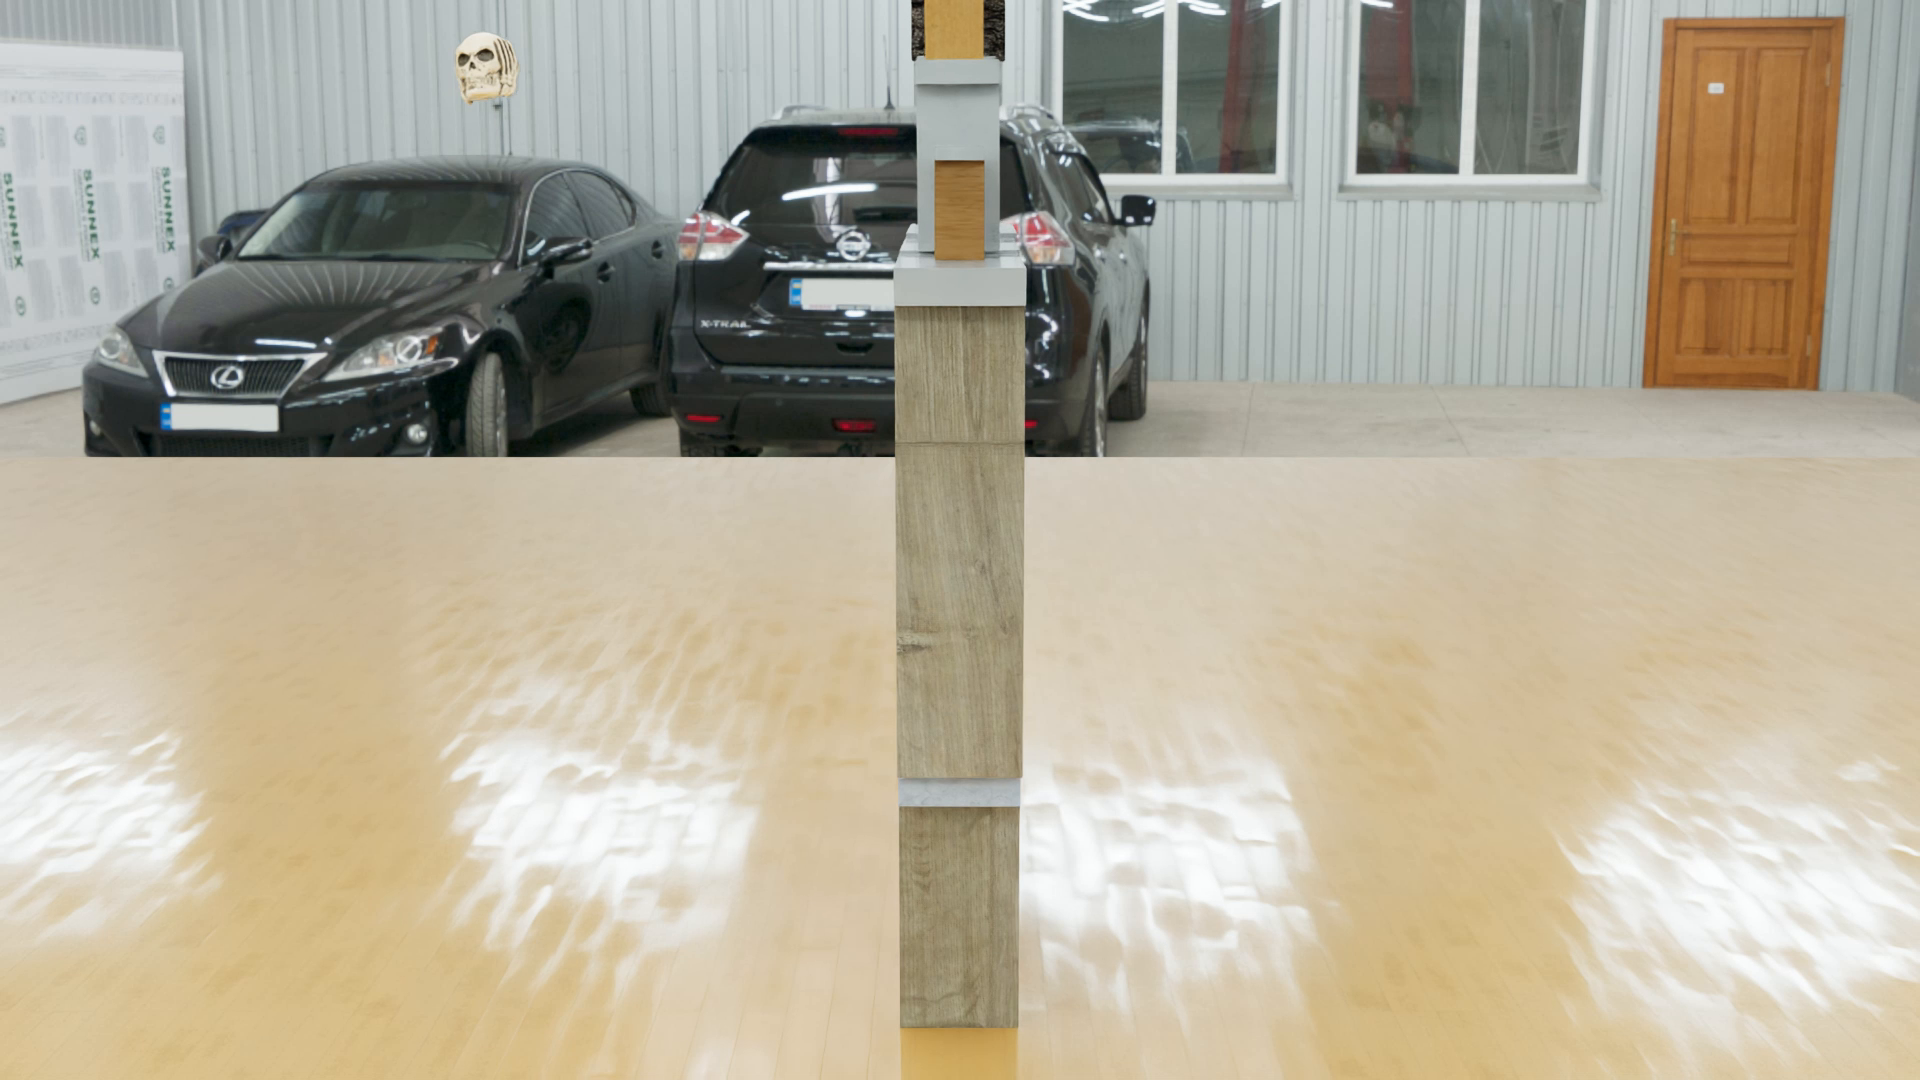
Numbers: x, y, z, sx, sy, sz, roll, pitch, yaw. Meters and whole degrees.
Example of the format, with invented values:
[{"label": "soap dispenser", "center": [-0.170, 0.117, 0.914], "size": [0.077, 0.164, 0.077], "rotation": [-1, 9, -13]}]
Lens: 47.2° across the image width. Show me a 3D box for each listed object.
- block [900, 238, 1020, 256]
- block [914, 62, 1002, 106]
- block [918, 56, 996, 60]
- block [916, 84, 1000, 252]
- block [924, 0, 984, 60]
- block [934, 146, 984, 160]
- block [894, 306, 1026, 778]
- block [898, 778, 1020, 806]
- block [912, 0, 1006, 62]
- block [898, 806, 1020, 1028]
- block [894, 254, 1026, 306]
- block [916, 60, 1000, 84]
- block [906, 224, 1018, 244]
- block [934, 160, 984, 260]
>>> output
[{"label": "block", "center": [-0.001, -0.427, 3.354], "size": [0.174, 0.049, 0.347], "rotation": [0, 11, 0]}, {"label": "block", "center": [-0.003, -0.917, 3.697], "size": [0.149, 0.366, 0.042], "rotation": [0, 10, 0]}, {"label": "block", "center": [-0.004, -0.736, 3.441], "size": [0.119, 0.034, 0.238], "rotation": [0, 10, 0]}, {"label": "block", "center": [-0.002, -0.533, 3.150], "size": [0.117, 0.235, 0.033], "rotation": [0, 11, 0]}, {"label": "block", "center": [-0.009, -0.758, 3.085], "size": [0.082, 0.165, 0.023], "rotation": [0, 11, 0]}, {"label": "block", "center": [-0.001, -0.535, 3.039], "size": [0.067, 0.019, 0.135], "rotation": [0, 11, 0]}, {"label": "block", "center": [0.000, 0.003, 2.962], "size": [0.171, 0.644, 0.049], "rotation": [0, 11, 0]}, {"label": "block", "center": [-0.001, 0.313, 3.188], "size": [0.168, 0.048, 0.337], "rotation": [0, 11, 0]}, {"label": "block", "center": [-0.003, -0.914, 3.495], "size": [0.149, 0.298, 0.042], "rotation": [0, 10, 0]}, {"label": "block", "center": [-0.001, 0.522, 3.112], "size": [0.168, 0.337, 0.048], "rotation": [0, 11, 0]}, {"label": "block", "center": [-0.001, -0.358, 3.011], "size": [0.171, 0.049, 0.343], "rotation": [0, 11, 0]}, {"label": "block", "center": [-0.003, -0.679, 3.201], "size": [0.117, 0.033, 0.235], "rotation": [0, 11, 0]}, {"label": "block", "center": [0.003, -0.500, 3.705], "size": [0.178, 0.050, 0.356], "rotation": [0, 11, 0]}, {"label": "block", "center": [-0.001, -0.451, 3.009], "size": [0.068, 0.135, 0.019], "rotation": [0, 11, 0]}]
